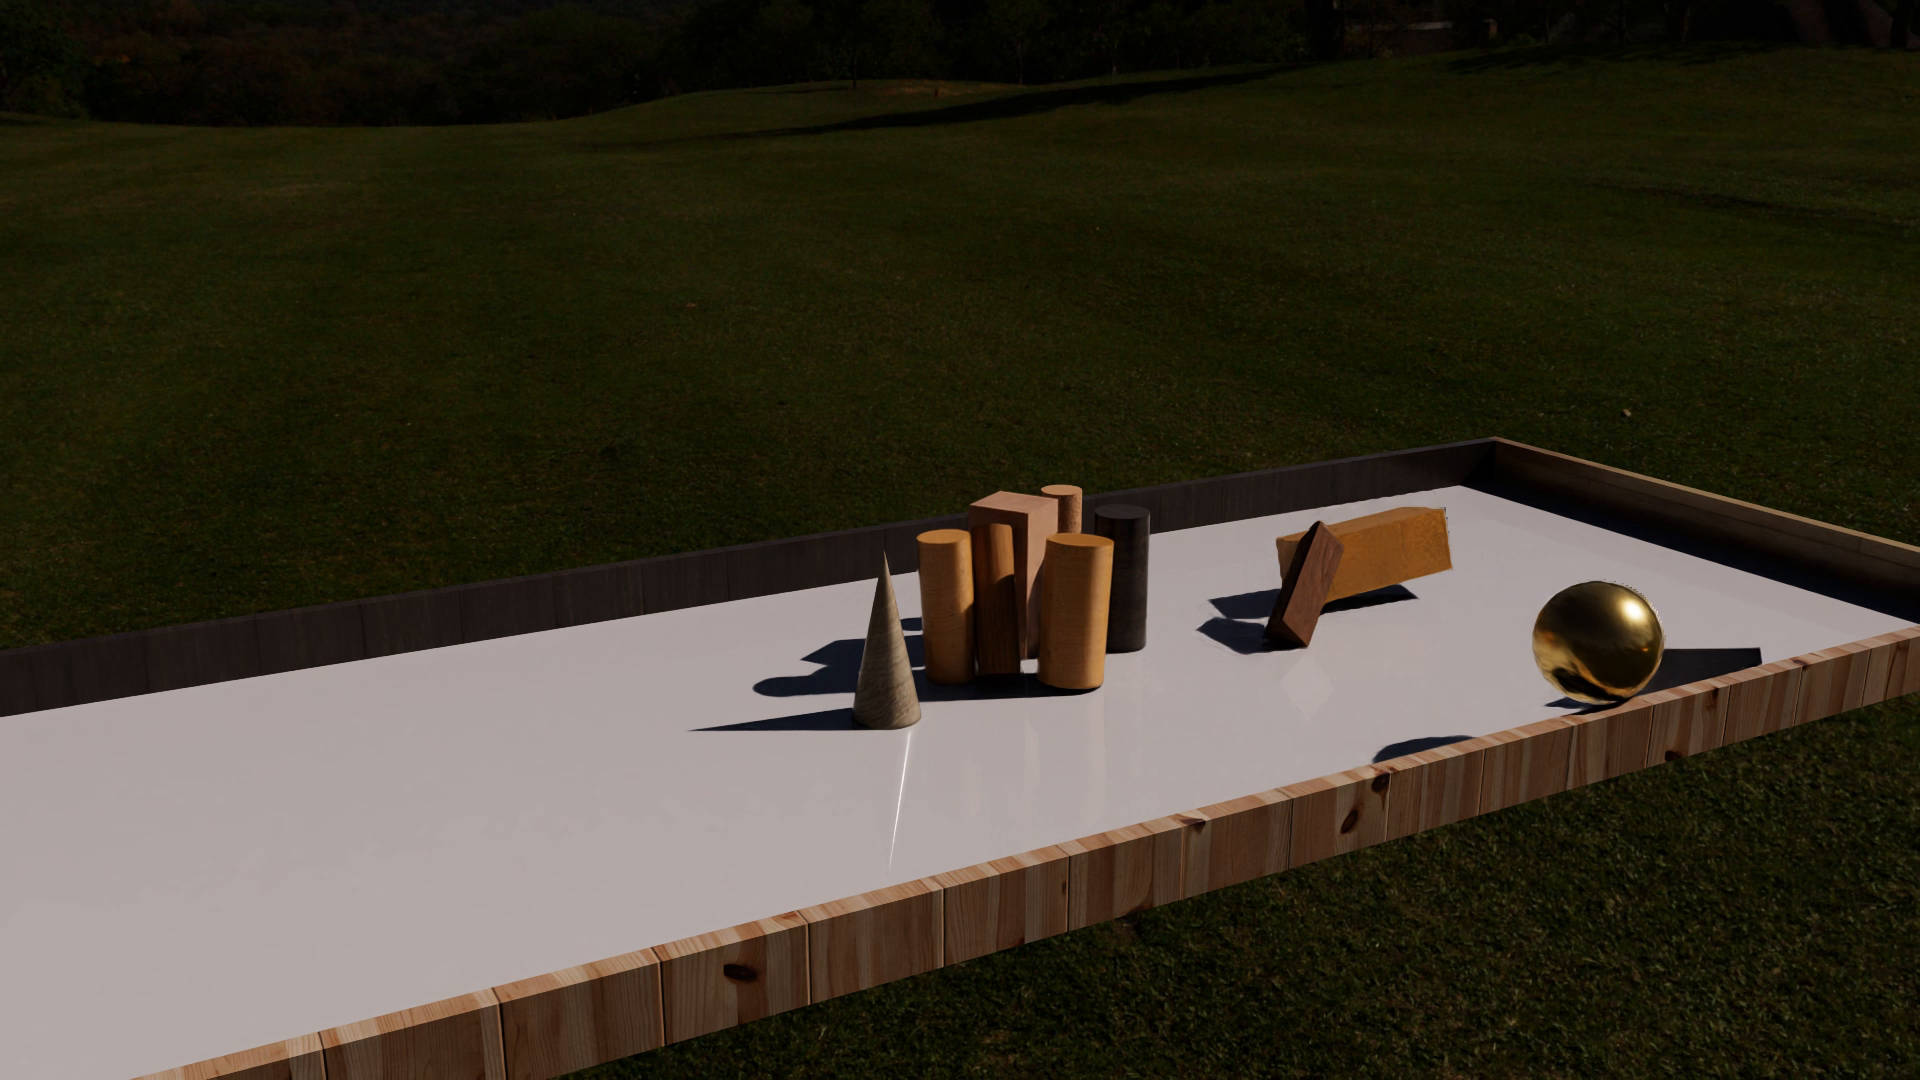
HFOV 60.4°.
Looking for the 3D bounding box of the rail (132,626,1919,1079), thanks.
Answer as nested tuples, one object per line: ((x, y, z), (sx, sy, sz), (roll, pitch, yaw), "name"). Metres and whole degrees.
((-2.336, 1.006, 1.665), (12.000, 0.150, 0.050), (-9, 18, -27), "rail")

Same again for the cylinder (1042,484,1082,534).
((0.279, 0.037, 4.584), (0.113, 0.364, 0.113), (0, 16, 0), "cylinder")

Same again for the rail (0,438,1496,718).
((-3.305, 0.497, 3.399), (12.000, 0.150, 0.050), (-9, 18, -27), "rail")

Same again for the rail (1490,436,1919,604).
((2.466, -0.048, 5.253), (0.050, 0.150, 2.100), (-9, 18, -27), "rail")

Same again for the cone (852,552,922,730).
((-0.175, 0.219, 3.867), (0.169, 0.418, 0.169), (0, 16, 0), "cone")

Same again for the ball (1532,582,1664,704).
((1.413, 0.228, 3.661), (0.273, 0.273, 0.273), (0, 16, 0), "ball")

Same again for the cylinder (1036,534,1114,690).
((0.285, 0.174, 4.097), (0.169, 0.358, 0.169), (3, 11, -1), "cylinder")

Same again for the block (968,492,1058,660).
((0.139, 0.089, 4.351), (0.173, 0.392, 0.173), (9, 18, 28), "block")

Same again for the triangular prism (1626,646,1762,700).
((1.752, 0.324, 4.008), (0.370, 0.131, 0.151), (-1, 16, -2), "triangular prism")

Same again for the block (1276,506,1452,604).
((1.167, 0.040, 4.765), (0.458, 0.177, 0.177), (-13, 9, -20), "block")

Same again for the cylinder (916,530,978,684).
((-0.031, 0.166, 4.129), (0.134, 0.364, 0.134), (-3, 15, 1), "cylinder")

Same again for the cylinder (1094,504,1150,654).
((0.424, 0.101, 4.359), (0.146, 0.367, 0.146), (0, 16, 0), "cylinder")

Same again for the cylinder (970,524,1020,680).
((0.089, 0.155, 4.151), (0.106, 0.378, 0.106), (-3, -13, -1), "cylinder")

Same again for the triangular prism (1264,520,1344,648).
((0.923, 0.110, 4.449), (0.124, 0.107, 0.341), (11, 56, 26), "triangular prism")
